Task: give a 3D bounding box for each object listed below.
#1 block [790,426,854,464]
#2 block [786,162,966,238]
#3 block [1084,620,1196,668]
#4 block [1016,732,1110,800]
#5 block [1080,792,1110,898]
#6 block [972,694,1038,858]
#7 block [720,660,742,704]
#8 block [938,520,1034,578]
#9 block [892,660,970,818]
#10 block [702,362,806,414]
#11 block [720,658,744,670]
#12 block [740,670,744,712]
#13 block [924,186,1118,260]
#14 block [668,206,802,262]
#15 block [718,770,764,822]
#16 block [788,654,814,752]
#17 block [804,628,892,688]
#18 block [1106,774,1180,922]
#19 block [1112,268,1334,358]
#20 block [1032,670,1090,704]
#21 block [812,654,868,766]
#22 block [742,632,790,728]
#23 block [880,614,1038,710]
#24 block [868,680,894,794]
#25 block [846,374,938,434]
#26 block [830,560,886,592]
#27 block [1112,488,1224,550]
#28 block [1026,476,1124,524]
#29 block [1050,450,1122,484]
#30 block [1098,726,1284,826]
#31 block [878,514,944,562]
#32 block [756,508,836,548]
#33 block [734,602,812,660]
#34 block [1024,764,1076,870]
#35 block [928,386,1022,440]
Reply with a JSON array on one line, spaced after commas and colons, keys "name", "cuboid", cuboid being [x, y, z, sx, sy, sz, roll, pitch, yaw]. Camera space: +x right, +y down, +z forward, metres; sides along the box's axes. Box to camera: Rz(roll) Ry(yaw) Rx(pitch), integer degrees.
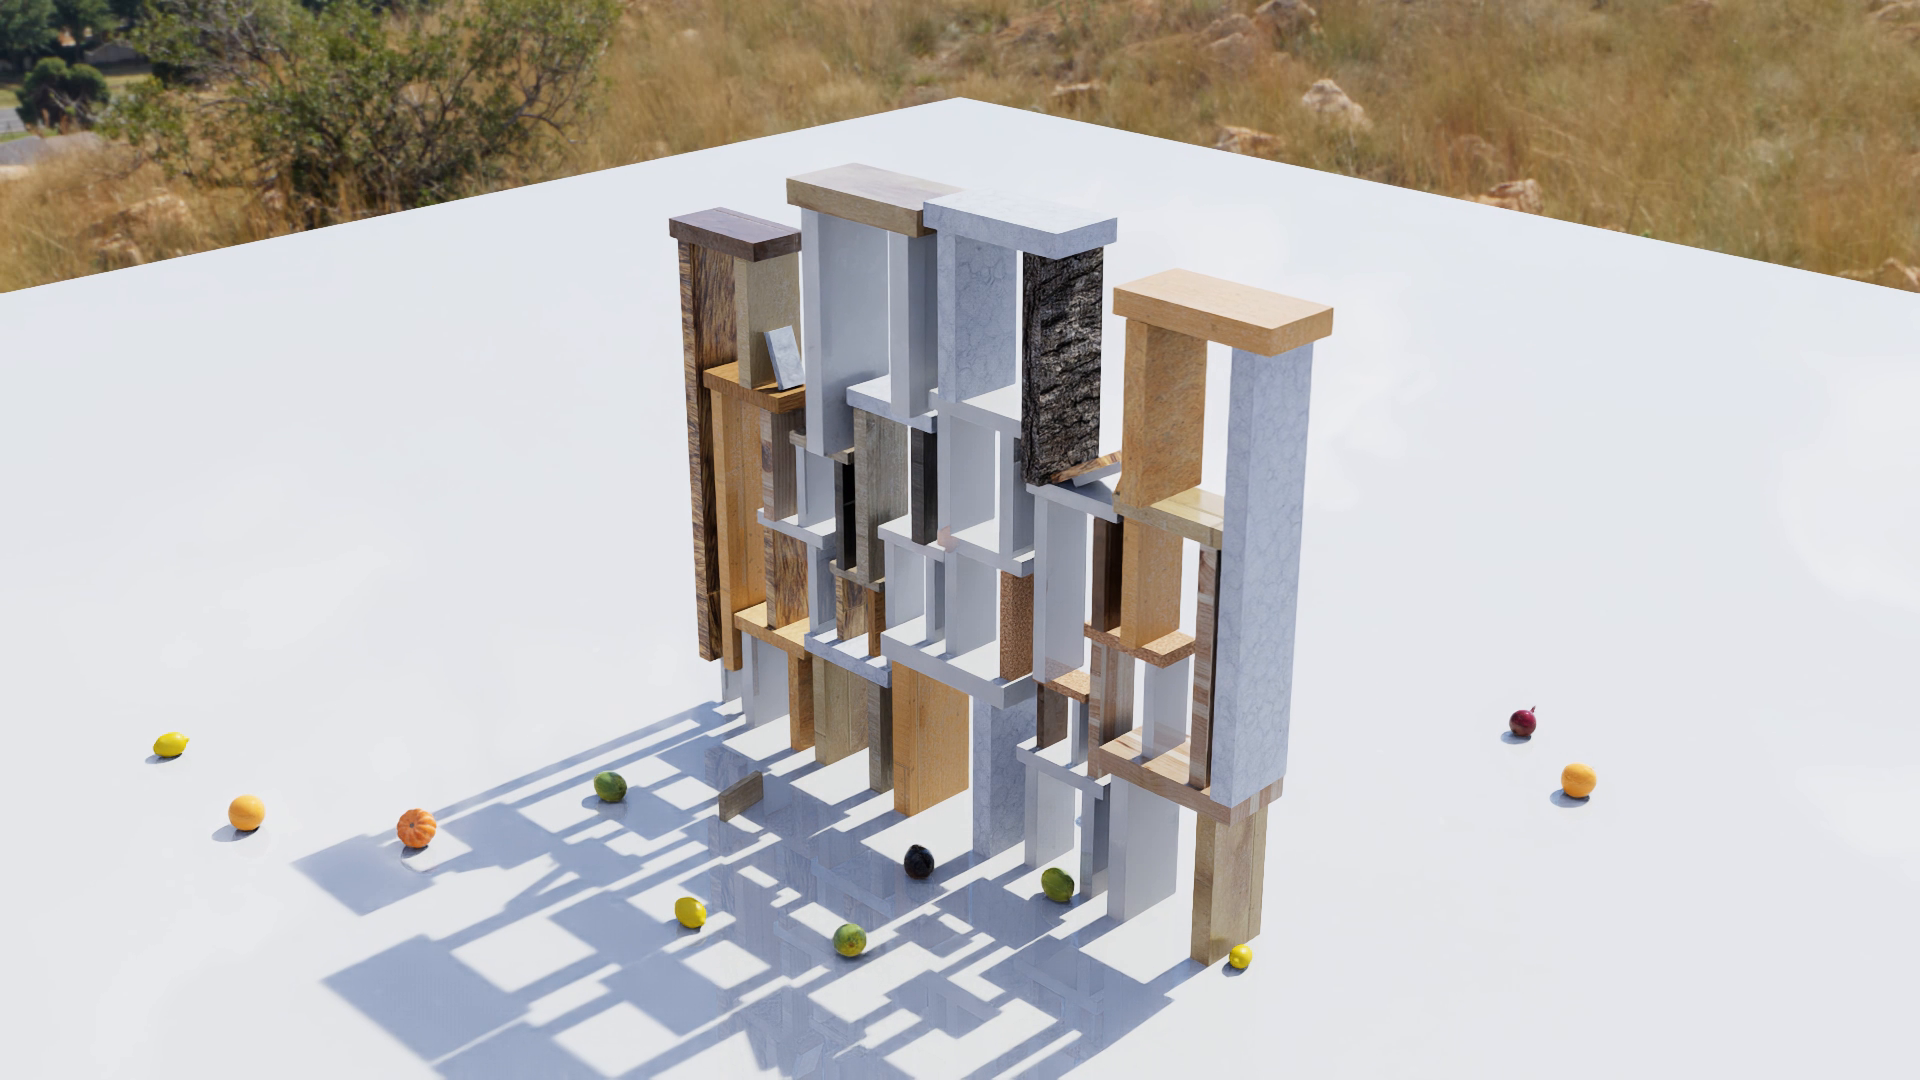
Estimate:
[{"name": "block", "cuboid": [-0.252, -0.196, 4.415, 0.087, 0.025, 0.175, -21, 31, -41]}, {"name": "block", "cuboid": [-0.141, -0.637, 4.103, 0.352, 0.050, 0.176, 21, 31, 40]}, {"name": "block", "cuboid": [0.323, 0.175, 3.951, 0.094, 0.027, 0.188, -21, 31, -40]}, {"name": "block", "cuboid": [0.225, 0.421, 4.161, 0.111, 0.031, 0.221, -21, 31, -40]}, {"name": "block", "cuboid": [0.277, 0.558, 4.162, 0.031, 0.221, 0.111, 21, 31, 41]}, {"name": "block", "cuboid": [0.101, 0.437, 4.298, 0.048, 0.338, 0.169, 21, 31, 41]}, {"name": "block", "cuboid": [-0.508, 0.307, 4.904, 0.015, 0.103, 0.052, 21, 31, 41]}, {"name": "block", "cuboid": [0.074, 0.010, 4.147, 0.220, 0.031, 0.110, 21, 31, 40]}, {"name": "block", "cuboid": [-0.058, 0.375, 4.444, 0.048, 0.338, 0.169, 21, 31, 41]}, {"name": "block", "cuboid": [-0.406, -0.318, 4.523, 0.120, 0.034, 0.240, -21, 31, -40]}, {"name": "block", "cuboid": [-0.484, 0.262, 4.859, 0.103, 0.015, 0.052, 21, 31, 41]}, {"name": "block", "cuboid": [-0.459, 0.326, 4.859, 0.015, 0.104, 0.052, 21, 31, 41]}, {"name": "block", "cuboid": [0.104, -0.562, 3.878, 0.319, 0.045, 0.159, 21, 31, 40]}, {"name": "block", "cuboid": [-0.451, -0.619, 4.447, 0.135, 0.038, 0.271, -21, 31, -40]}, {"name": "block", "cuboid": [-0.444, 0.520, 4.460, 0.017, 0.060, 0.120, 15, 27, 31]}, {"name": "block", "cuboid": [-0.312, 0.329, 4.697, 0.032, 0.226, 0.113, 21, 31, 41]}, {"name": "block", "cuboid": [-0.190, 0.229, 4.528, 0.126, 0.036, 0.253, -21, 31, -41]}, {"name": "block", "cuboid": [0.342, 0.546, 4.087, 0.043, 0.301, 0.151, 21, 31, 41]}, {"name": "block", "cuboid": [0.428, -0.375, 3.598, 0.328, 0.046, 0.164, 21, 31, 40]}, {"name": "block", "cuboid": [0.207, 0.266, 4.119, 0.067, 0.019, 0.134, -21, 31, -40]}, {"name": "block", "cuboid": [-0.249, 0.339, 4.639, 0.036, 0.253, 0.126, 21, 31, 41]}, {"name": "block", "cuboid": [-0.418, 0.287, 4.795, 0.032, 0.226, 0.113, 21, 31, 41]}, {"name": "block", "cuboid": [0.022, 0.229, 4.296, 0.169, 0.048, 0.337, -21, 31, -40]}, {"name": "block", "cuboid": [-0.130, 0.385, 4.529, 0.036, 0.253, 0.126, 21, 31, 41]}, {"name": "block", "cuboid": [-0.095, -0.263, 4.230, 0.235, 0.033, 0.117, 21, 31, 41]}, {"name": "block", "cuboid": [-0.187, 0.065, 4.459, 0.075, 0.021, 0.149, -21, 31, -40]}, {"name": "block", "cuboid": [0.396, -0.047, 3.768, 0.246, 0.035, 0.123, 21, 31, 40]}, {"name": "block", "cuboid": [0.235, -0.087, 3.939, 0.108, 0.031, 0.217, -21, 31, -40]}, {"name": "block", "cuboid": [0.225, -0.129, 3.902, 0.063, 0.018, 0.126, -21, 2, -40]}, {"name": "block", "cuboid": [0.413, 0.416, 3.953, 0.301, 0.043, 0.151, 21, 31, 40]}, {"name": "block", "cuboid": [-0.066, -0.004, 4.296, 0.178, 0.025, 0.089, 20, 30, 39]}, {"name": "block", "cuboid": [-0.316, -0.036, 4.554, 0.202, 0.029, 0.101, 21, 31, 40]}, {"name": "block", "cuboid": [-0.365, 0.189, 4.695, 0.113, 0.032, 0.226, -21, 31, -41]}, {"name": "block", "cuboid": [0.175, 0.516, 4.261, 0.031, 0.221, 0.111, 21, 31, 40]}, {"name": "block", "cuboid": [0.069, -0.245, 4.049, 0.120, 0.034, 0.240, -21, 31, -40]}]
